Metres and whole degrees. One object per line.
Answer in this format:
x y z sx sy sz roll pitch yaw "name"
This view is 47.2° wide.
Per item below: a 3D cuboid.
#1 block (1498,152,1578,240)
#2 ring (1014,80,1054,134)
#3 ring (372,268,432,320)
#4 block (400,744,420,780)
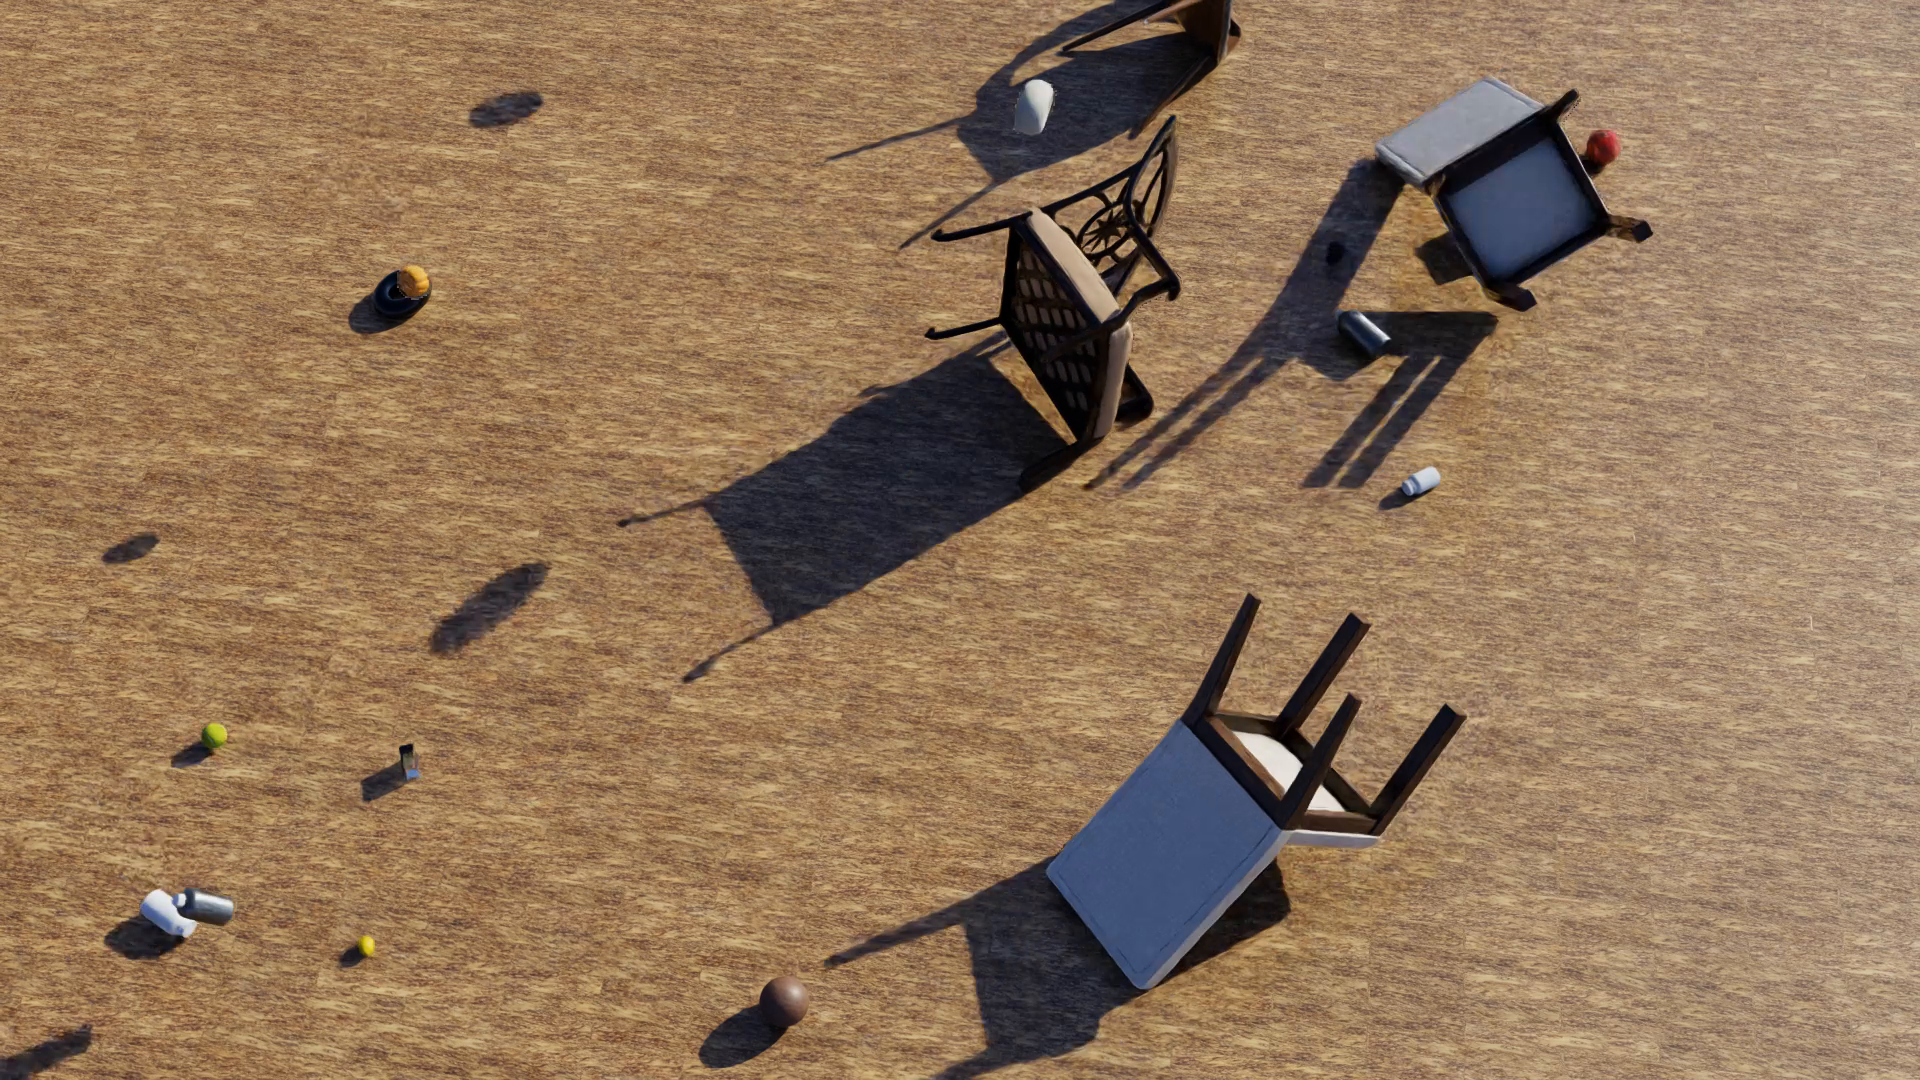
1.892 -1.127 7.214 0.157 0.192 0.165 -18 58 -12 "block"
0.208 -1.215 6.176 0.081 0.154 0.232 18 17 2 "ring"
-1.792 -0.792 7.068 0.173 0.064 0.208 28 60 19 "ring"
-1.531 0.616 6.118 0.037 0.071 0.067 -10 57 -7 "block"
